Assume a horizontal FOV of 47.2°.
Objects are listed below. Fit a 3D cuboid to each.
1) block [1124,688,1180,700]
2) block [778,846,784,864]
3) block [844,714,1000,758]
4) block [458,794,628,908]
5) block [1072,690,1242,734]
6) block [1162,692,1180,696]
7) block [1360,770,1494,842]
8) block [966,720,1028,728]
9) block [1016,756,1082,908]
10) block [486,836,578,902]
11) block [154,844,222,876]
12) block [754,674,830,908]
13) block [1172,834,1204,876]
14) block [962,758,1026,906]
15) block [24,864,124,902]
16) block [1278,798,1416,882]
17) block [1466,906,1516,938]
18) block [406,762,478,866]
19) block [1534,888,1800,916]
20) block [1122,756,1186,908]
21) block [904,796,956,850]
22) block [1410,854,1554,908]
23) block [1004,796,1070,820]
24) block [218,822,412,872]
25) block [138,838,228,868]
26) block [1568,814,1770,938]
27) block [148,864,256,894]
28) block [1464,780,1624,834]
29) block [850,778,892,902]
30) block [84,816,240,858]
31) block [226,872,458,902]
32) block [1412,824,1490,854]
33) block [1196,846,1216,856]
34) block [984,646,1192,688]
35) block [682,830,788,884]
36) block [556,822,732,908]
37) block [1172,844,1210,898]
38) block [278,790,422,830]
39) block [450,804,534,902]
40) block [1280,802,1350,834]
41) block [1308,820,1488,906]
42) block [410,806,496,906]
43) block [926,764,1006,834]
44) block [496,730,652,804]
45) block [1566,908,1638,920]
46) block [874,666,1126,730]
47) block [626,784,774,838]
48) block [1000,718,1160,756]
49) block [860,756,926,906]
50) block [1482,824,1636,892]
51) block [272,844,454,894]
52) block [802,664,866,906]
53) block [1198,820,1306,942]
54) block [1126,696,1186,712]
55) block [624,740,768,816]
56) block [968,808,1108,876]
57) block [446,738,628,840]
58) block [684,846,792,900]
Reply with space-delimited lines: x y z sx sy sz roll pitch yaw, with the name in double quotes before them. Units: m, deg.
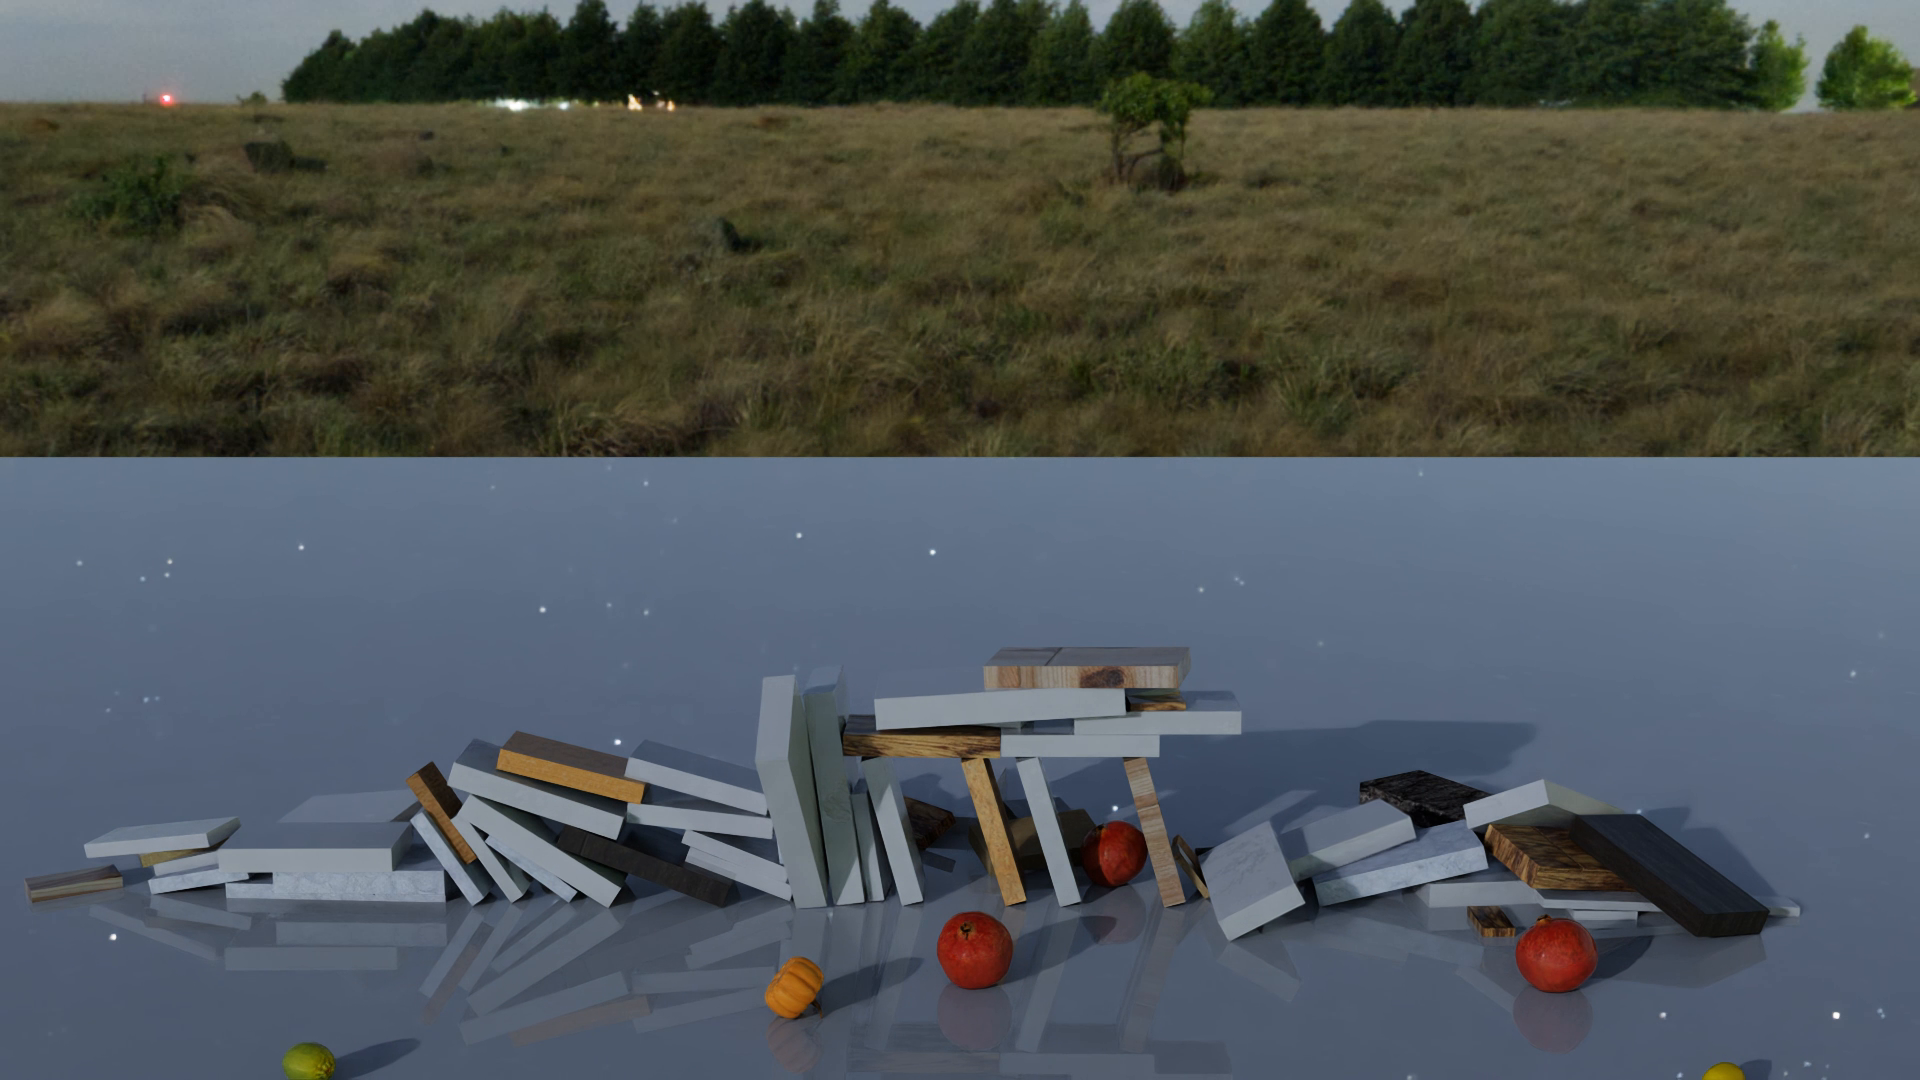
"block" 0.313 0.244 3.618 0.090 0.013 0.045 -13 19 1
"block" -0.290 0.442 3.646 0.024 0.170 0.085 -5 9 5
"block" -0.060 0.322 3.620 0.254 0.036 0.127 1 11 2
"block" -0.684 0.495 3.655 0.289 0.041 0.144 33 9 -5
"block" 0.320 0.283 3.616 0.269 0.038 0.135 0 11 0
"block" 0.319 0.251 3.652 0.045 0.013 0.090 -7 13 -34
"block" 0.876 0.480 3.949 0.149 0.042 0.298 -7 12 -32
"block" 0.032 0.286 3.649 0.166 0.023 0.083 3 11 17
"block" 0.145 0.465 3.644 0.036 0.256 0.128 -16 10 3
"block" -0.705 0.529 3.656 0.171 0.024 0.086 37 9 -6
"block" -1.280 0.533 3.716 0.143 0.020 0.072 -12 9 -3
"block" -0.265 0.408 3.544 0.051 0.359 0.180 -5 42 5
"block" 0.391 0.542 3.712 0.013 0.091 0.045 -38 3 13
"block" 0.056 0.465 3.649 0.036 0.254 0.127 -16 10 4
"block" -1.487 0.576 3.690 0.143 0.020 0.072 -6 12 -31
"block" 0.616 0.513 3.706 0.269 0.038 0.135 -19 10 -9
"block" 0.850 0.610 3.520 0.051 0.014 0.102 0 11 -1
"block" -0.847 0.452 3.643 0.024 0.171 0.086 -33 4 6
"block" 1.148 0.589 3.573 0.423 0.014 0.051 2 11 -4
"block" 0.319 0.465 3.643 0.036 0.256 0.128 -15 10 4
"block" -0.094 0.506 3.966 0.083 0.023 0.166 -39 31 -30
"block" 0.901 0.567 3.683 0.282 0.040 0.141 -1 11 -7
"block" 0.157 0.515 3.987 0.108 0.031 0.217 -2 11 -13
"block" -1.066 0.509 3.645 0.281 0.040 0.140 0 10 -1
"block" -1.317 0.518 3.728 0.143 0.020 0.072 -16 10 -25
"block" 1.144 0.539 3.560 0.149 0.042 0.298 3 23 -31
"block" -1.260 0.556 3.694 0.175 0.025 0.087 -10 9 8
"block" 0.993 0.472 3.716 0.149 0.042 0.298 -25 -31 34
"block" -0.147 0.497 3.658 0.026 0.184 0.092 -8 10 7
"block" -1.348 0.502 3.717 0.259 0.024 0.085 -8 10 21
"block" -1.031 0.575 3.680 0.370 0.025 0.087 1 11 3
"block" 0.860 0.518 3.959 0.126 0.036 0.252 0 11 -1
"block" 0.444 0.555 3.823 0.045 0.013 0.091 -2 11 -11
"block" 0.207 0.205 3.549 0.315 0.036 0.126 -1 11 16
"block" -0.365 0.513 3.663 0.185 0.026 0.092 21 10 1
"block" -0.515 0.520 3.662 0.289 0.041 0.144 21 10 -3
"block" 0.385 0.551 3.658 0.013 0.091 0.045 -36 8 7
"block" -1.071 0.493 3.877 0.281 0.040 0.140 -7 17 26
"block" -0.776 0.514 3.651 0.024 0.171 0.086 -33 8 6
"block" 0.644 0.526 3.913 0.126 0.036 0.252 4 11 17
"block" 0.722 0.537 3.663 0.282 0.040 0.141 -14 10 3
"block" -0.837 0.515 3.636 0.025 0.175 0.087 -33 7 7
"block" 0.008 0.485 4.148 0.108 0.031 0.337 2 11 10
"block" -0.636 0.378 3.655 0.242 0.034 0.121 14 9 -1
"block" 1.042 0.601 3.571 0.102 0.014 0.051 0 11 2
"block" 0.065 0.250 3.598 0.399 0.051 0.180 -4 10 1
"block" -0.423 0.451 3.667 0.242 0.034 0.121 6 10 3
"block" 0.195 0.321 3.617 0.256 0.036 0.128 0 11 1
"block" -0.110 0.464 3.650 0.036 0.254 0.127 -15 10 3
"block" 1.021 0.526 3.634 0.282 0.040 0.141 6 19 -25
"block" -0.981 0.546 3.660 0.281 0.040 0.140 0 11 1
"block" -0.203 0.406 3.667 0.051 0.359 0.180 -7 10 3
"block" 0.470 0.550 3.570 0.135 0.038 0.269 -28 13 6
"block" 0.319 0.265 3.575 0.090 0.013 0.045 -1 11 -4
"block" -0.426 0.395 3.667 0.242 0.034 0.121 15 9 2
"block" 0.136 0.525 3.829 0.217 0.031 0.108 -6 29 -19
"block" -0.690 0.412 3.648 0.289 0.041 0.144 18 10 -3
"block" -0.360 0.542 3.667 0.185 0.026 0.092 21 10 -1
